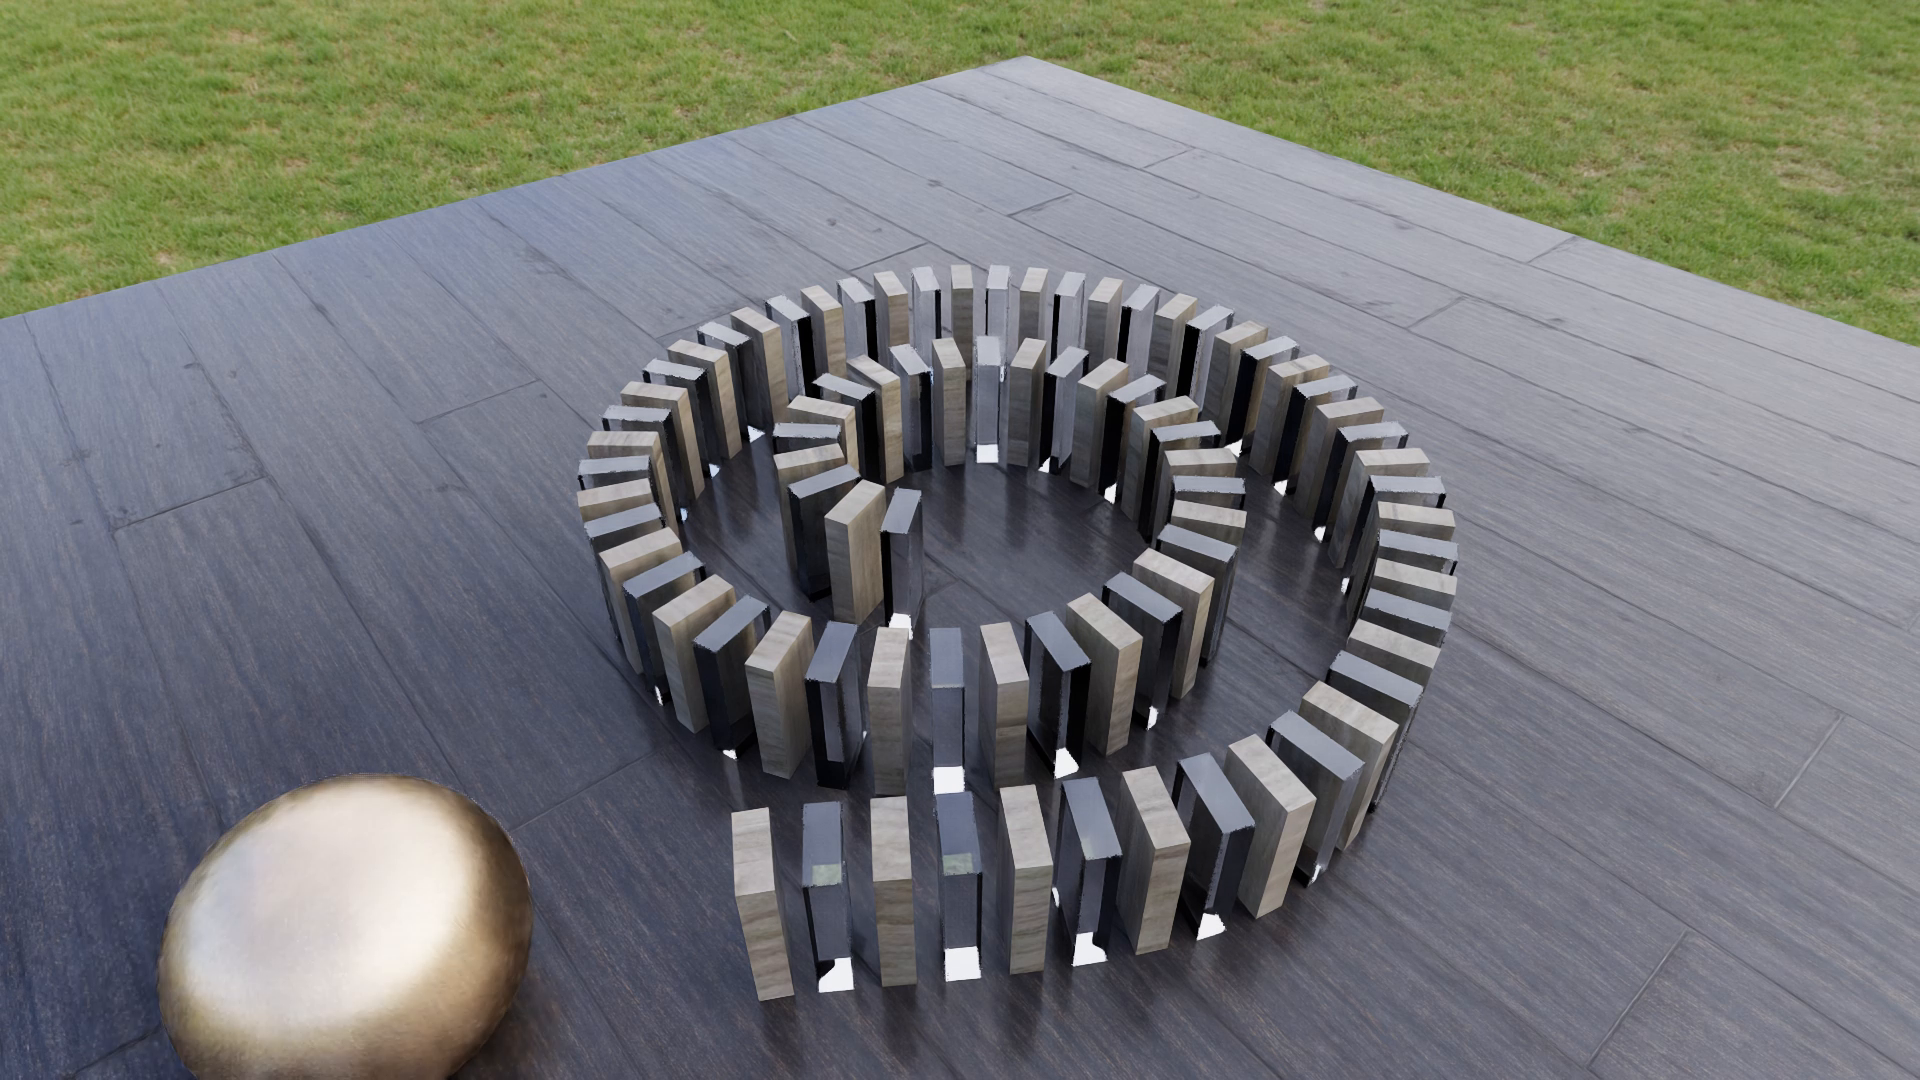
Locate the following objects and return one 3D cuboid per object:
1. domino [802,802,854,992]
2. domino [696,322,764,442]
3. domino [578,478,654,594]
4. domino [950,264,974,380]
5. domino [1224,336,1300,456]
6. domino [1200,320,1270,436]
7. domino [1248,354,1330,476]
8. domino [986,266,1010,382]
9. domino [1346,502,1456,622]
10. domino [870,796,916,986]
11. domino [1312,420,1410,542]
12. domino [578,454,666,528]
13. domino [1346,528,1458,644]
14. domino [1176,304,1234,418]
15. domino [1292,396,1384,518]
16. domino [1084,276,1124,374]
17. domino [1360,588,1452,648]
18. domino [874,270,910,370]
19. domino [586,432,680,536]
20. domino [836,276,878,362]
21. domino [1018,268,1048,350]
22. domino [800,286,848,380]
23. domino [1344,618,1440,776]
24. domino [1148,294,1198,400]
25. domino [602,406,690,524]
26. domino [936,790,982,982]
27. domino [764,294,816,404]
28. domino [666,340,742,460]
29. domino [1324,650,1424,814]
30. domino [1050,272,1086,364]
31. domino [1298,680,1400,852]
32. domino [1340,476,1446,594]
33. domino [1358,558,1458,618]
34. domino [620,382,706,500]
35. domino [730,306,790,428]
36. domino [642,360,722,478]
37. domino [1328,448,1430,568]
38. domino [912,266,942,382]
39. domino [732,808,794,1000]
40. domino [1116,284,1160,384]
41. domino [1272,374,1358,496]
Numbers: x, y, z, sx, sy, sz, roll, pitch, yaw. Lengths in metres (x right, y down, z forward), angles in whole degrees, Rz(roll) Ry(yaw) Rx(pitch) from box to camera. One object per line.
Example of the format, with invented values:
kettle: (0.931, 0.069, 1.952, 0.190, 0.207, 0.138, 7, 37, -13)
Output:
domino: (-0.035, 0.096, 0.294, 0.010, 0.050, 0.025, -4, 39, -4)
domino: (-0.104, -0.071, 0.498, 0.025, 0.050, 0.010, 25, 46, 27)
domino: (-0.124, 0.002, 0.409, 0.025, 0.050, 0.009, -13, 41, -15)
domino: (0.001, -0.107, 0.542, 0.009, 0.050, 0.025, -2, 39, -2)
domino: (0.134, -0.064, 0.489, 0.025, 0.050, 0.010, -21, 44, -24)
domino: (0.124, -0.073, 0.500, 0.025, 0.050, 0.009, -26, 46, -28)
domino: (0.142, -0.054, 0.477, 0.025, 0.050, 0.009, -17, 42, -20)
domino: (0.018, -0.106, 0.541, 0.010, 0.050, 0.025, 4, 39, 5)
domino: (0.159, 0.010, 0.399, 0.025, 0.050, 0.009, 8, 40, 9)
domino: (-0.018, 0.095, 0.296, 0.009, 0.050, 0.025, -3, 39, -4)
domino: (0.159, -0.023, 0.439, 0.025, 0.050, 0.010, -7, 40, -8)
domino: (-0.128, -0.008, 0.422, 0.025, 0.050, 0.010, -5, 40, -6)
domino: (0.154, 0.021, 0.386, 0.025, 0.050, 0.009, 12, 41, 14)
domino: (0.113, -0.081, 0.510, 0.009, 0.050, 0.025, 31, 48, 32)
domino: (0.155, -0.033, 0.452, 0.025, 0.050, 0.009, -10, 40, -13)
domino: (0.068, -0.098, 0.531, 0.010, 0.050, 0.025, 15, 42, 17)
domino: (0.141, 0.041, 0.361, 0.025, 0.050, 0.009, 18, 43, 21)
domino: (-0.033, -0.102, 0.536, 0.010, 0.050, 0.025, -13, 41, -15)
domino: (-0.129, -0.019, 0.435, 0.025, 0.050, 0.010, 1, 39, 1)
domino: (-0.049, -0.098, 0.531, 0.009, 0.050, 0.025, -17, 42, -20)
domino: (0.035, -0.105, 0.539, 0.009, 0.050, 0.025, 8, 40, 9)
domino: (-0.064, -0.093, 0.525, 0.009, 0.050, 0.025, -21, 44, -24)
domino: (0.132, 0.051, 0.350, 0.025, 0.050, 0.009, 22, 44, 24)
domino: (0.099, -0.088, 0.518, 0.009, 0.050, 0.025, 24, 45, 26)
domino: (-0.127, -0.030, 0.449, 0.025, 0.050, 0.009, 5, 40, 6)
domino: (0.000, 0.094, 0.297, 0.010, 0.050, 0.025, -4, 39, -5)
domino: (-0.079, -0.087, 0.517, 0.009, 0.050, 0.025, -25, 46, -28)
domino: (-0.113, -0.062, 0.487, 0.025, 0.050, 0.010, 18, 43, 20)
domino: (0.122, 0.060, 0.339, 0.025, 0.050, 0.010, 26, 46, 28)
domino: (0.052, -0.102, 0.536, 0.010, 0.050, 0.025, 11, 41, 13)
domino: (0.111, 0.068, 0.328, 0.025, 0.050, 0.009, 31, 48, 32)
domino: (0.161, -0.001, 0.412, 0.025, 0.050, 0.010, 3, 39, 3)
domino: (0.148, 0.031, 0.374, 0.025, 0.050, 0.009, 15, 42, 18)
domino: (-0.124, -0.041, 0.462, 0.025, 0.050, 0.009, 8, 40, 10)
domino: (-0.092, -0.079, 0.508, 0.009, 0.050, 0.025, -31, 49, -32)
domino: (-0.119, -0.052, 0.475, 0.025, 0.050, 0.010, 13, 41, 15)
domino: (0.161, -0.012, 0.426, 0.025, 0.050, 0.009, -3, 39, -3)
domino: (-0.016, -0.105, 0.540, 0.009, 0.050, 0.025, -8, 40, -10)
domino: (-0.052, 0.097, 0.293, 0.010, 0.050, 0.025, -7, 40, -9)
domino: (0.084, -0.093, 0.525, 0.010, 0.050, 0.025, 19, 43, 21)
domino: (0.149, -0.044, 0.465, 0.025, 0.050, 0.009, -14, 41, -16)
